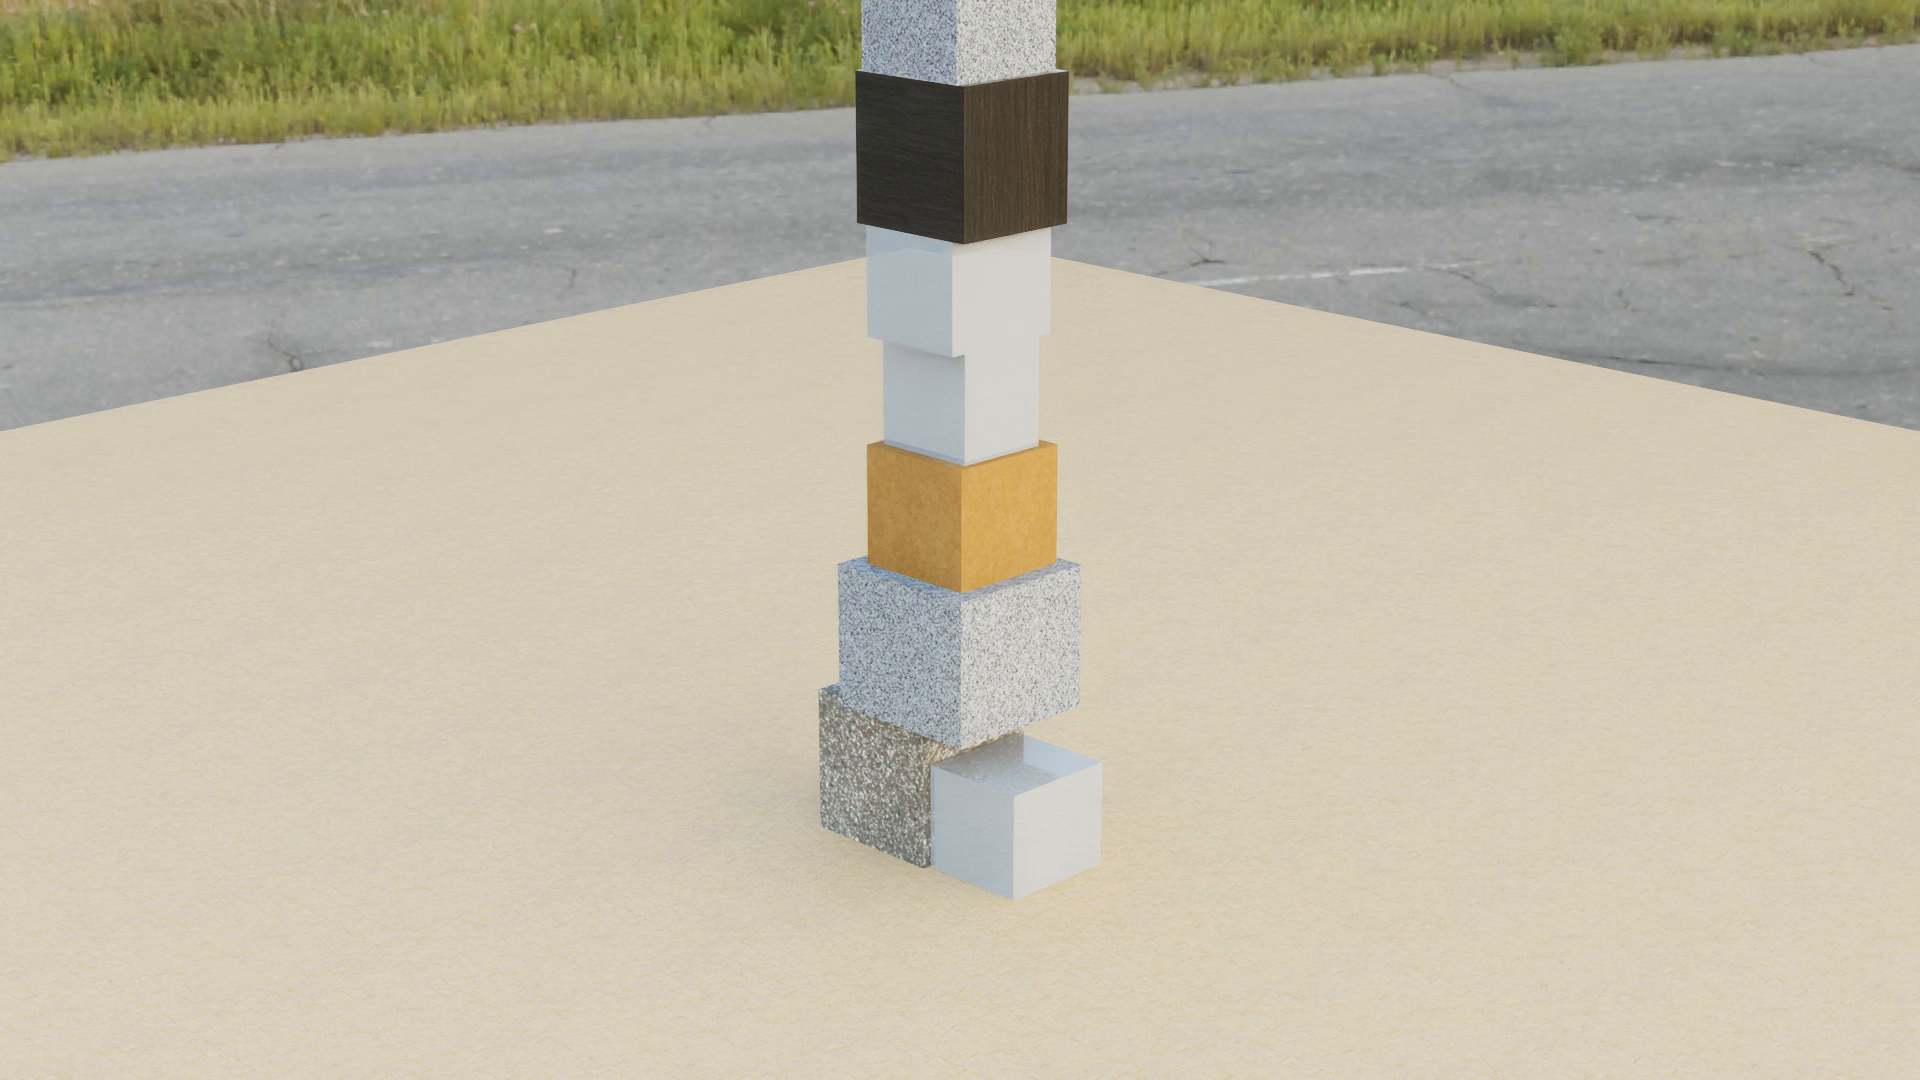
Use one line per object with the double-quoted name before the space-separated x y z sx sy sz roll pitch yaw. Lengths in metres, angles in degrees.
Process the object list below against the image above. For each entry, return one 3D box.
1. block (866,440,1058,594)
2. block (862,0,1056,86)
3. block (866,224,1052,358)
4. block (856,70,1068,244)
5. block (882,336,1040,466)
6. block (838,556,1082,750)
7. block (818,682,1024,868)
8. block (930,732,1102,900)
"block" 0.010 -0.162 13.301 0.614 0.564 0.604 -17 24 -42
"block" -0.005 -2.270 12.623 0.605 0.500 0.579 -17 24 -42
"block" -0.005 -1.151 12.975 0.614 0.504 0.536 -17 24 -42
"block" 0.009 -1.715 12.812 0.644 0.671 0.665 -17 24 -42
"block" 0.004 -0.671 13.135 0.467 0.507 0.518 -17 24 -42
"block" -0.002 0.439 13.477 0.777 0.688 0.796 -17 24 -42
"block" -0.183 1.039 13.877 0.663 0.697 0.704 -17 24 -42
"block" 0.258 1.264 13.480 0.581 0.506 0.530 -17 24 -42
